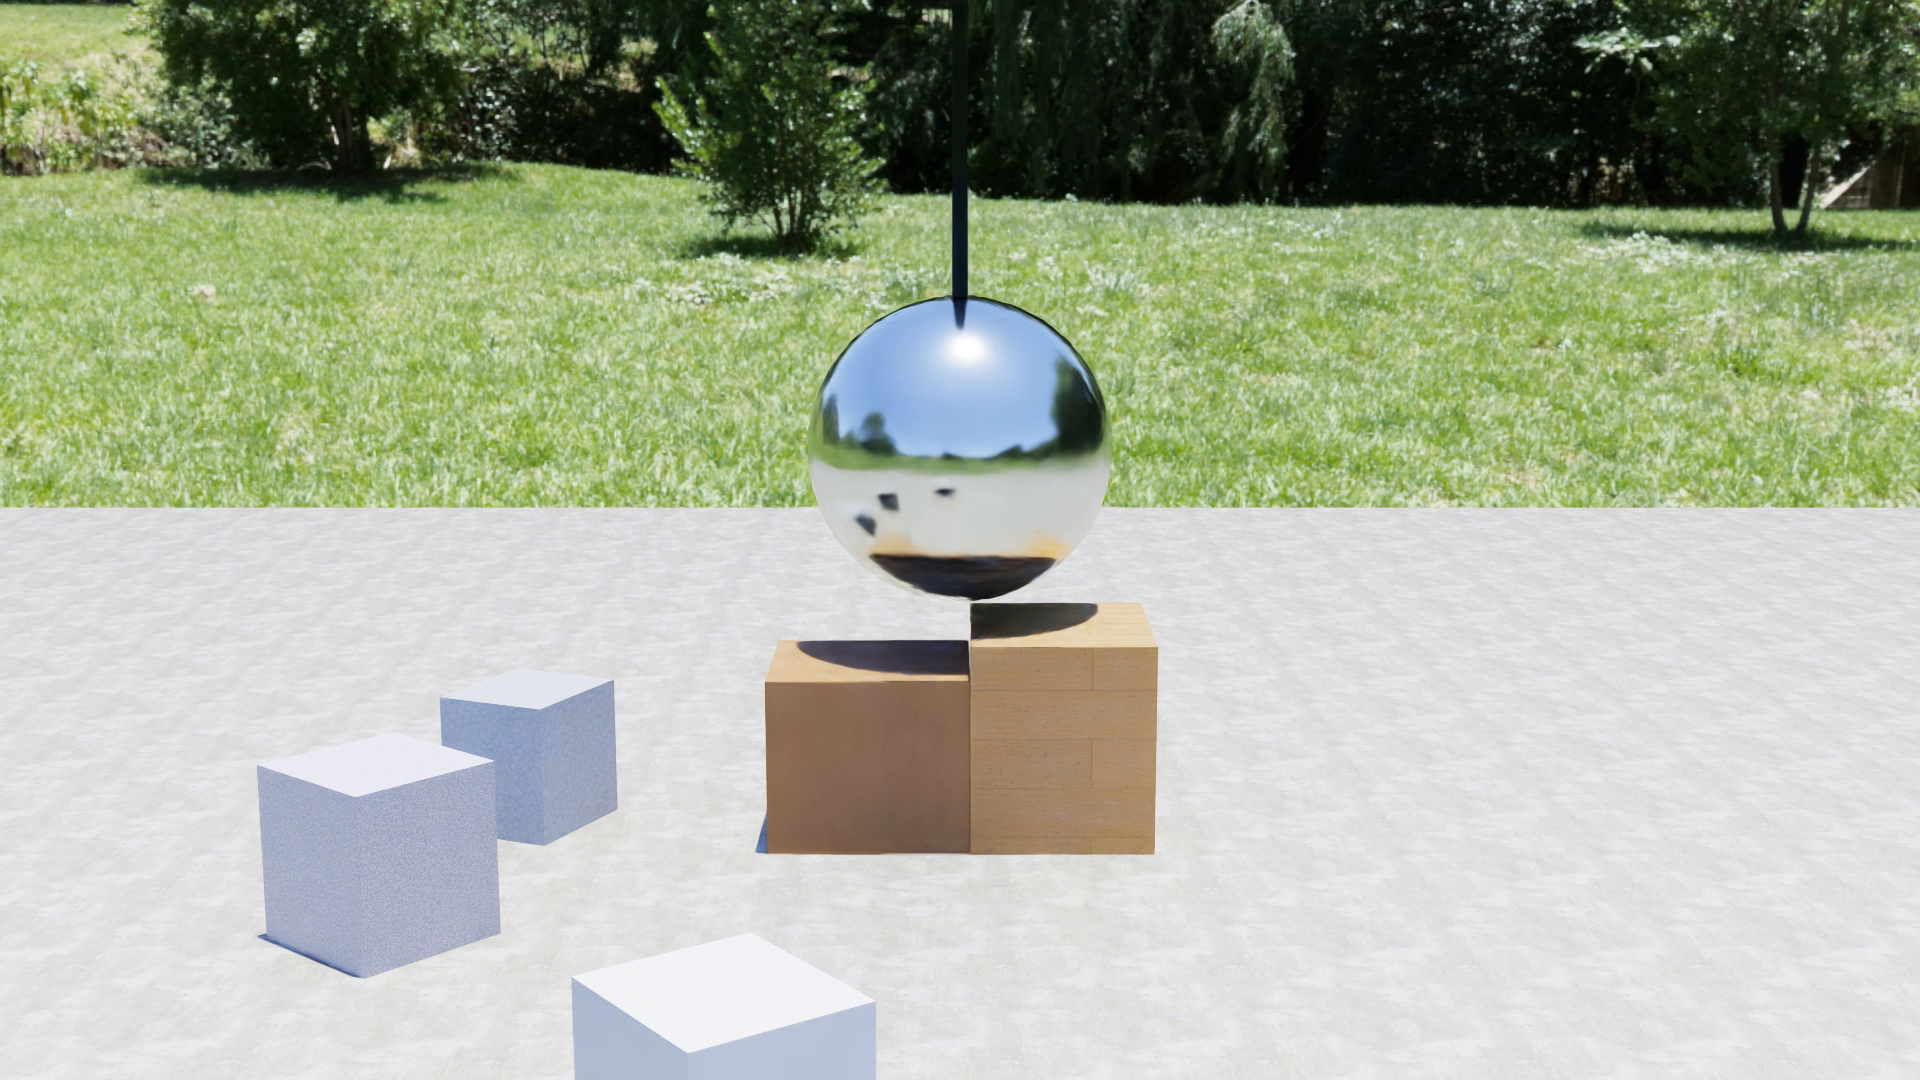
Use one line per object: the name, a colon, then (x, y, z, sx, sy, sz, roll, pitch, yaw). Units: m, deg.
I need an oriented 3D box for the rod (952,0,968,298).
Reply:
rod: (0.000, -3.773, 10.671, 0.080, 5.200, 0.080, 0, 14, 0)

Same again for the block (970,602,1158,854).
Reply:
block: (0.511, 0.951, 11.371, 0.917, 1.060, 1.052, 0, 10, 0)

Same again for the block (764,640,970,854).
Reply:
block: (-0.457, 1.049, 11.330, 1.010, 0.883, 0.918, 0, 10, 0)

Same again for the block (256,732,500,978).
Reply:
block: (-2.574, 1.376, 9.760, 0.745, 0.801, 0.716, 9, 13, 40)

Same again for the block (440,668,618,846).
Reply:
block: (-2.234, 1.116, 11.443, 0.607, 0.711, 0.679, 5, 11, 23)

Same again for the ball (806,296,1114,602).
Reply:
ball: (0.000, -0.476, 11.502, 1.600, 1.600, 1.600, 0, 10, 0)

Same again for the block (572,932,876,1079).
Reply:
block: (-0.803, 1.849, 7.457, 0.713, 0.694, 0.799, -8, 13, -36)
